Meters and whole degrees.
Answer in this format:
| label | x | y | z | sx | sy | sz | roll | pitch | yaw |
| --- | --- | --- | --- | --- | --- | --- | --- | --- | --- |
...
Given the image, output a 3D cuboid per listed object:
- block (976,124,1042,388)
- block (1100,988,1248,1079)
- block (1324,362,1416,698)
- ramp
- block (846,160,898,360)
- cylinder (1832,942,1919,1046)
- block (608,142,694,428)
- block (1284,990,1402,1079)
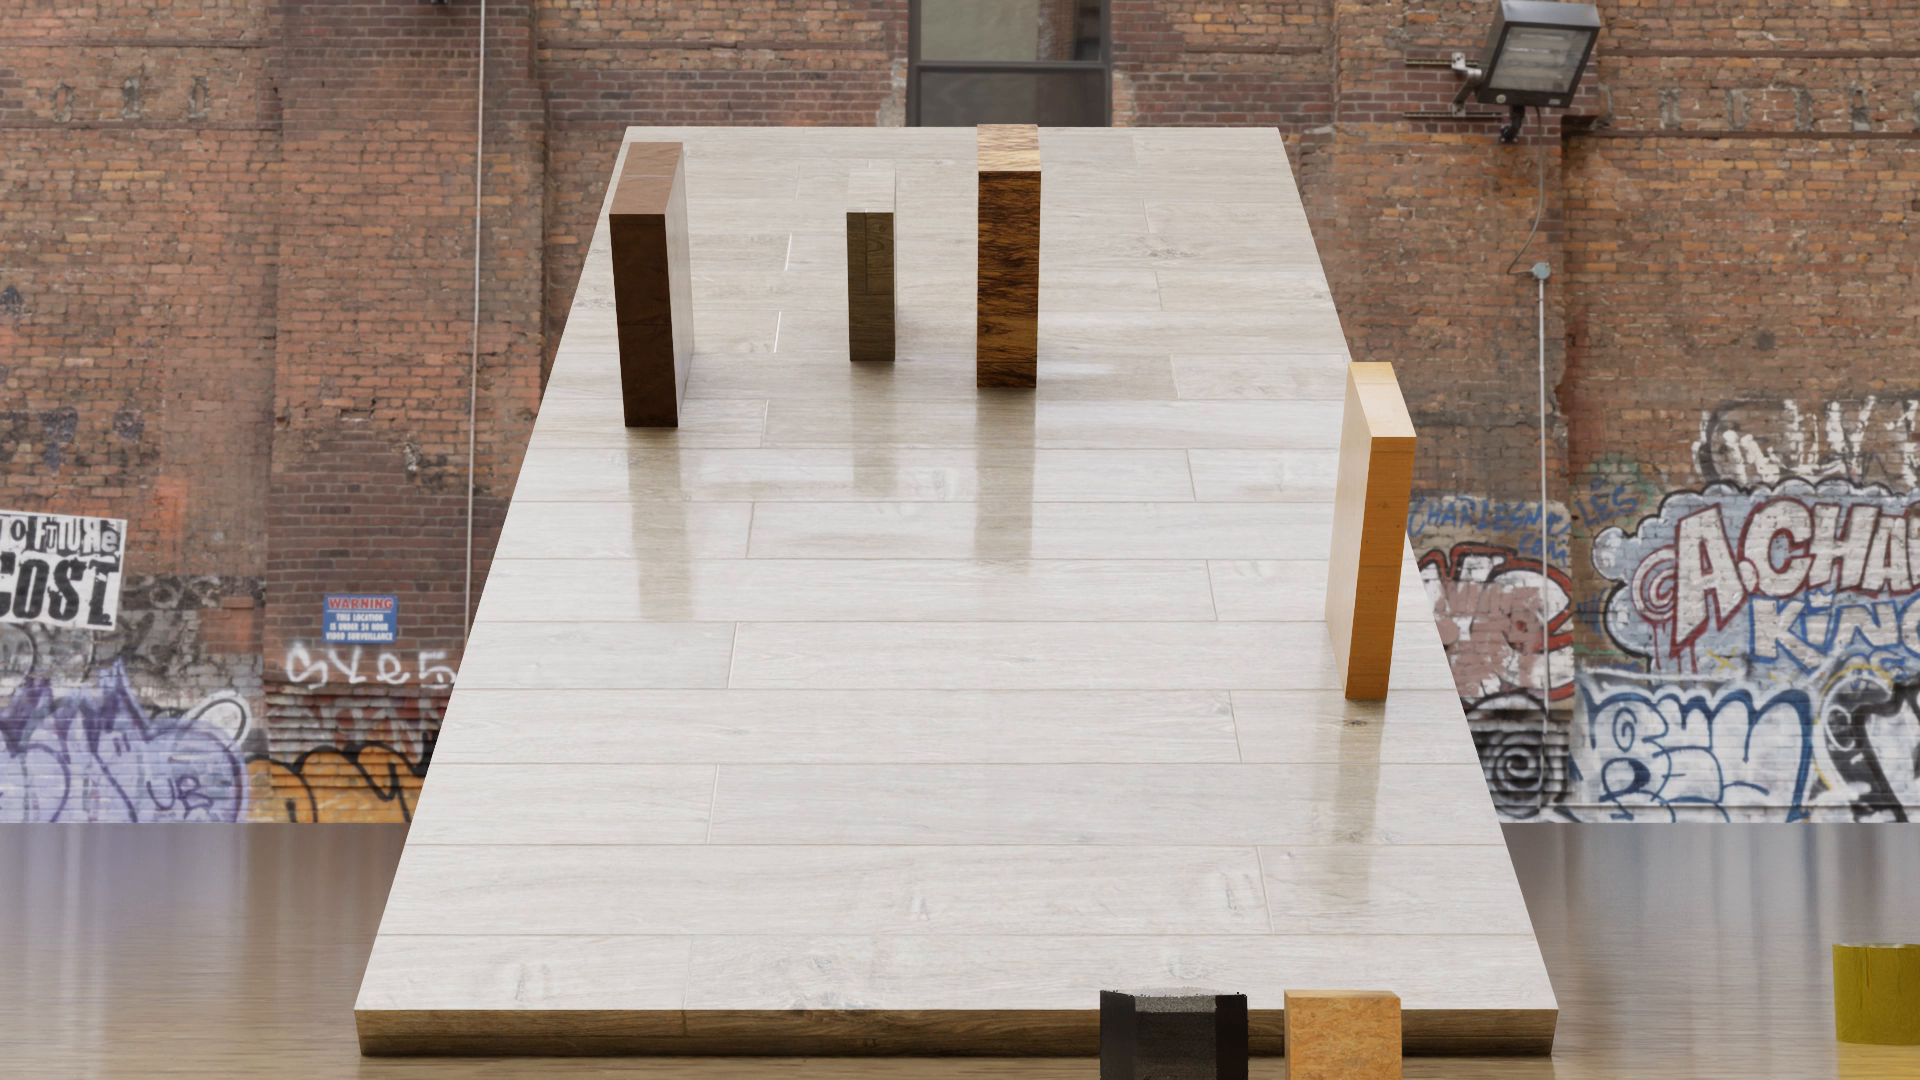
| label | x | y | z | sx | sy | sz | roll | pitch | yaw |
| --- | --- | --- | --- | --- | --- | --- | --- | --- | --- |
| block | 0.115 | -0.695 | 5.948 | 0.147 | 0.568 | 0.300 | 0 | 31 | 0 |
| block | 0.298 | 0.709 | 3.391 | 0.153 | 0.153 | 0.153 | 3 | -7 | -21 |
| block | 0.805 | -0.018 | 4.796 | 0.083 | 0.590 | 0.308 | 0 | 31 | 0 |
| ramp | -0.014 | -0.203 | 5.774 | 2.000 | 0.100 | 4.000 | 0 | 31 | 0 |
| block | -0.220 | -0.706 | 6.127 | 0.114 | 0.401 | 0.329 | 0 | 31 | 0 |
| cylinder | 1.649 | 0.809 | 4.334 | 0.169 | 0.169 | 0.169 | 0 | -6 | 0 |
| block | -0.735 | -0.617 | 5.832 | 0.127 | 0.547 | 0.440 | 0 | 31 | 0 |
| block | 0.533 | 0.710 | 3.390 | 0.151 | 0.151 | 0.151 | -1 | -7 | 5 |
